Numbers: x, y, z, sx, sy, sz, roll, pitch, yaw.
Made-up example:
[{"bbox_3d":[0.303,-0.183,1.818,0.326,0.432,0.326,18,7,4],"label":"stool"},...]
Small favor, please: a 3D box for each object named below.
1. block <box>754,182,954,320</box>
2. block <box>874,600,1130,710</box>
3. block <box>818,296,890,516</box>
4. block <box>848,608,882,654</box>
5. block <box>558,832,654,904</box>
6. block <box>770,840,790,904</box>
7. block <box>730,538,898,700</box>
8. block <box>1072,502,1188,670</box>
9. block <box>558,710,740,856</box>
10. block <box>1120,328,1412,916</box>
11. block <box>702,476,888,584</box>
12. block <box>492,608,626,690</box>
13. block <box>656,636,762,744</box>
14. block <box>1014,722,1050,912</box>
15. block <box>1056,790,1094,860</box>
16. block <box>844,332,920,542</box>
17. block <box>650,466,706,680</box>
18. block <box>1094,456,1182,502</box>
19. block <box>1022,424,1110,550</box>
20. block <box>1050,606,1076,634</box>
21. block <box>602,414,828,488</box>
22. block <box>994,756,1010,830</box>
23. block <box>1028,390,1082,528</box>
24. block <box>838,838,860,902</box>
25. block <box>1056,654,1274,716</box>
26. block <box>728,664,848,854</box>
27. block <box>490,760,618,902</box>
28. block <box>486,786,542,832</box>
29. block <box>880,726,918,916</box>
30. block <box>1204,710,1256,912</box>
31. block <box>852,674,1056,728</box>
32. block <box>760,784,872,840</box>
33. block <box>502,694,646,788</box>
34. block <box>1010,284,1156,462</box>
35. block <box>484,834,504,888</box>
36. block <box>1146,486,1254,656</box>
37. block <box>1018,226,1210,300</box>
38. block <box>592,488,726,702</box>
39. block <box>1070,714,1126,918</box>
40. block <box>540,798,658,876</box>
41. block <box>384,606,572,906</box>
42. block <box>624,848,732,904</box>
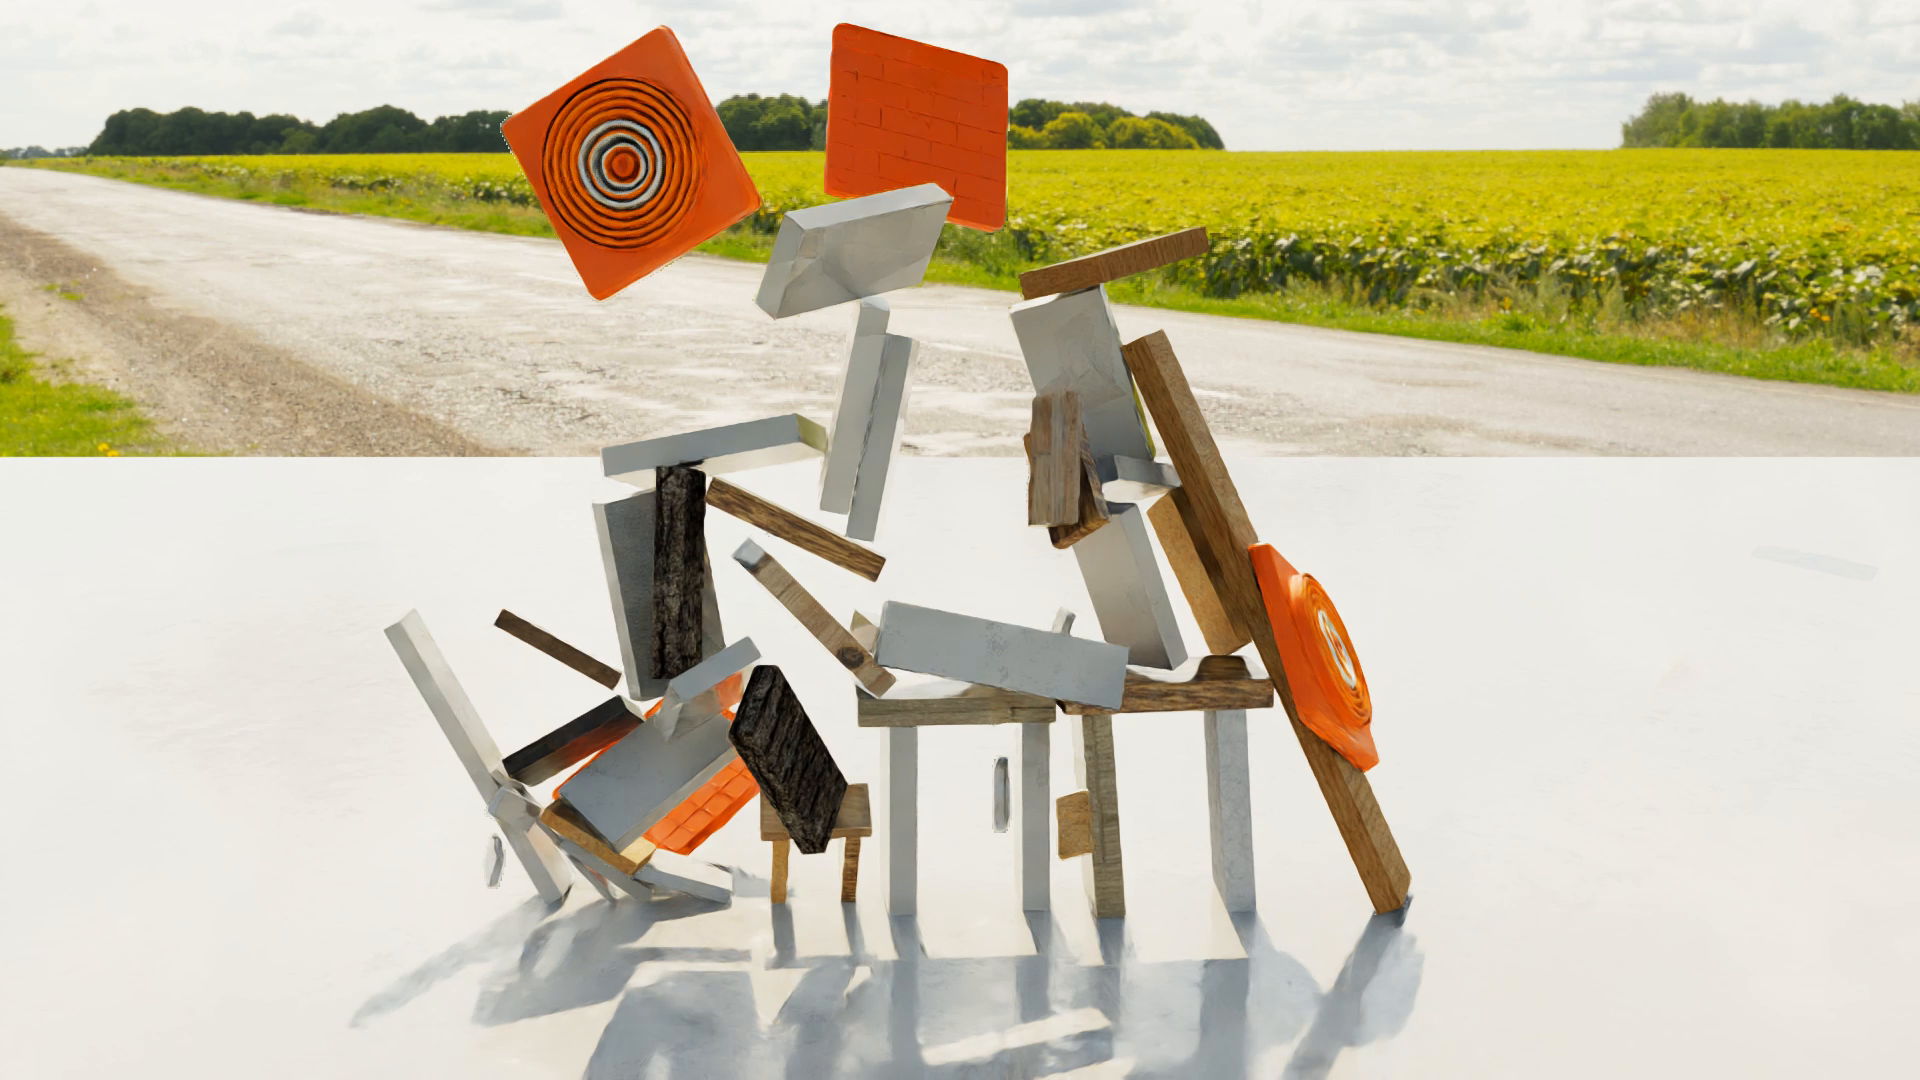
[{"bbox_3d":[-0.158,-0.440,3.330,0.046,0.161,0.321,42,39,25],"label":"block"},{"bbox_3d":[0.067,0.180,3.408,0.400,0.099,0.028,12,-9,-17],"label":"block"},{"bbox_3d":[-0.167,-0.214,3.421,0.046,0.321,0.161,11,12,-7],"label":"block"},{"bbox_3d":[-0.019,0.177,3.566,0.296,0.042,0.148,13,6,-19],"label":"block"},{"bbox_3d":[-0.584,0.525,3.628,0.176,0.025,0.088,38,8,-20],"label":"block"},{"bbox_3d":[-0.292,0.506,3.589,0.025,0.175,0.088,4,46,-3],"label":"block"},{"bbox_3d":[-0.233,0.124,3.501,0.042,0.296,0.148,-46,23,-5],"label":"block"},{"bbox_3d":[0.265,0.072,3.538,0.040,0.281,0.140,-33,23,-33],"label":"block"},{"bbox_3d":[-0.500,0.374,3.593,0.283,0.040,0.141,-39,61,-24],"label":"block"},{"bbox_3d":[0.508,0.129,3.611,0.043,1.010,0.152,-24,2,20],"label":"block"},{"bbox_3d":[-0.261,-0.018,3.470,0.296,0.042,0.148,25,0,-5],"label":"block"},{"bbox_3d":[-0.653,0.179,3.600,0.220,0.031,0.110,29,-5,-3],"label":"block"},{"bbox_3d":[-0.397,0.238,3.462,0.141,0.040,0.283,-31,-9,-19],"label":"block"},{"bbox_3d":[0.119,0.434,3.635,0.045,0.319,0.159,-1,11,-3],"label":"block"},{"bbox_3d":[0.177,0.439,3.395,0.052,0.015,0.104,-19,46,20],"label":"block"},{"bbox_3d":[-0.121,-0.162,3.474,0.046,0.321,0.161,11,3,2],"label":"block"},{"bbox_3d":[-0.440,0.052,3.448,0.046,0.327,0.163,1,-1,4],"label":"block"},{"bbox_3d":[0.246,-0.093,3.593,0.140,0.040,0.281,-15,-8,25],"label":"block"},{"bbox_3d":[0.165,-0.096,3.428,0.099,0.199,0.028,-33,-31,33],"label":"block"},{"bbox_3d":[0.154,0.173,3.579,0.015,0.127,0.052,19,6,-15],"label":"block"},{"bbox_3d":[-0.391,-0.142,3.535,0.327,0.046,0.163,-9,-7,12],"label":"block"},{"bbox_3d":[0.066,0.400,3.468,0.015,0.104,0.052,2,17,10],"label":"block"},{"bbox_3d":[0.145,-0.122,3.354,0.028,0.199,0.099,5,-6,-30],"label":"block"},{"bbox_3d":[-0.182,0.503,3.602,0.025,0.176,0.088,0,44,-7],"label":"block"},{"bbox_3d":[0.322,0.235,3.581,0.338,0.048,0.169,-2,11,-8],"label":"block"},{"bbox_3d":[-0.263,0.341,3.401,0.040,0.284,0.141,-7,42,24],"label":"block"},{"bbox_3d":[-0.666,0.480,3.615,0.013,0.293,0.046,-39,11,4],"label":"block"},{"bbox_3d":[-0.709,0.430,3.503,0.013,0.046,0.092,22,-11,38],"label":"block"},{"bbox_3d":[-0.101,0.439,3.611,0.045,0.319,0.159,-1,11,-7],"label":"block"},{"bbox_3d":[0.445,0.423,3.634,0.048,0.338,0.169,-5,11,-1],"label":"block"},{"bbox_3d":[-0.011,0.259,3.583,0.319,0.045,0.159,-1,11,-6],"label":"block"},{"bbox_3d":[-0.232,0.435,3.521,0.176,0.025,0.088,-1,46,-6],"label":"block"},{"bbox_3d":[-0.629,0.329,3.597,0.220,0.031,0.110,-29,-18,0],"label":"block"},{"bbox_3d":[0.201,-0.255,3.570,0.152,0.303,0.043,-14,21,15],"label":"block"},{"bbox_3d":[-0.714,0.492,3.371,0.013,0.046,0.092,15,12,-19],"label":"block"},{"bbox_3d":[0.406,0.055,3.689,0.040,0.281,0.140,-22,-9,-15],"label":"block"},{"bbox_3d":[0.250,-0.444,3.525,0.152,0.043,0.303,-7,10,44],"label":"block"},{"bbox_3d":[-0.481,0.082,3.557,0.163,0.327,0.046,-16,11,-32],"label":"block"},{"bbox_3d":[0.225,0.428,3.605,0.048,0.338,0.169,-5,11,-3],"label":"block"},{"bbox_3d":[-0.588,0.478,3.581,0.176,0.025,0.088,30,16,6],"label":"block"},{"bbox_3d":[-0.790,0.355,3.621,0.031,0.526,0.110,-28,10,4],"label":"block"},{"bbox_3d":[-0.467,0.550,3.642,0.176,0.025,0.088,17,13,-12],"label":"block"}]
